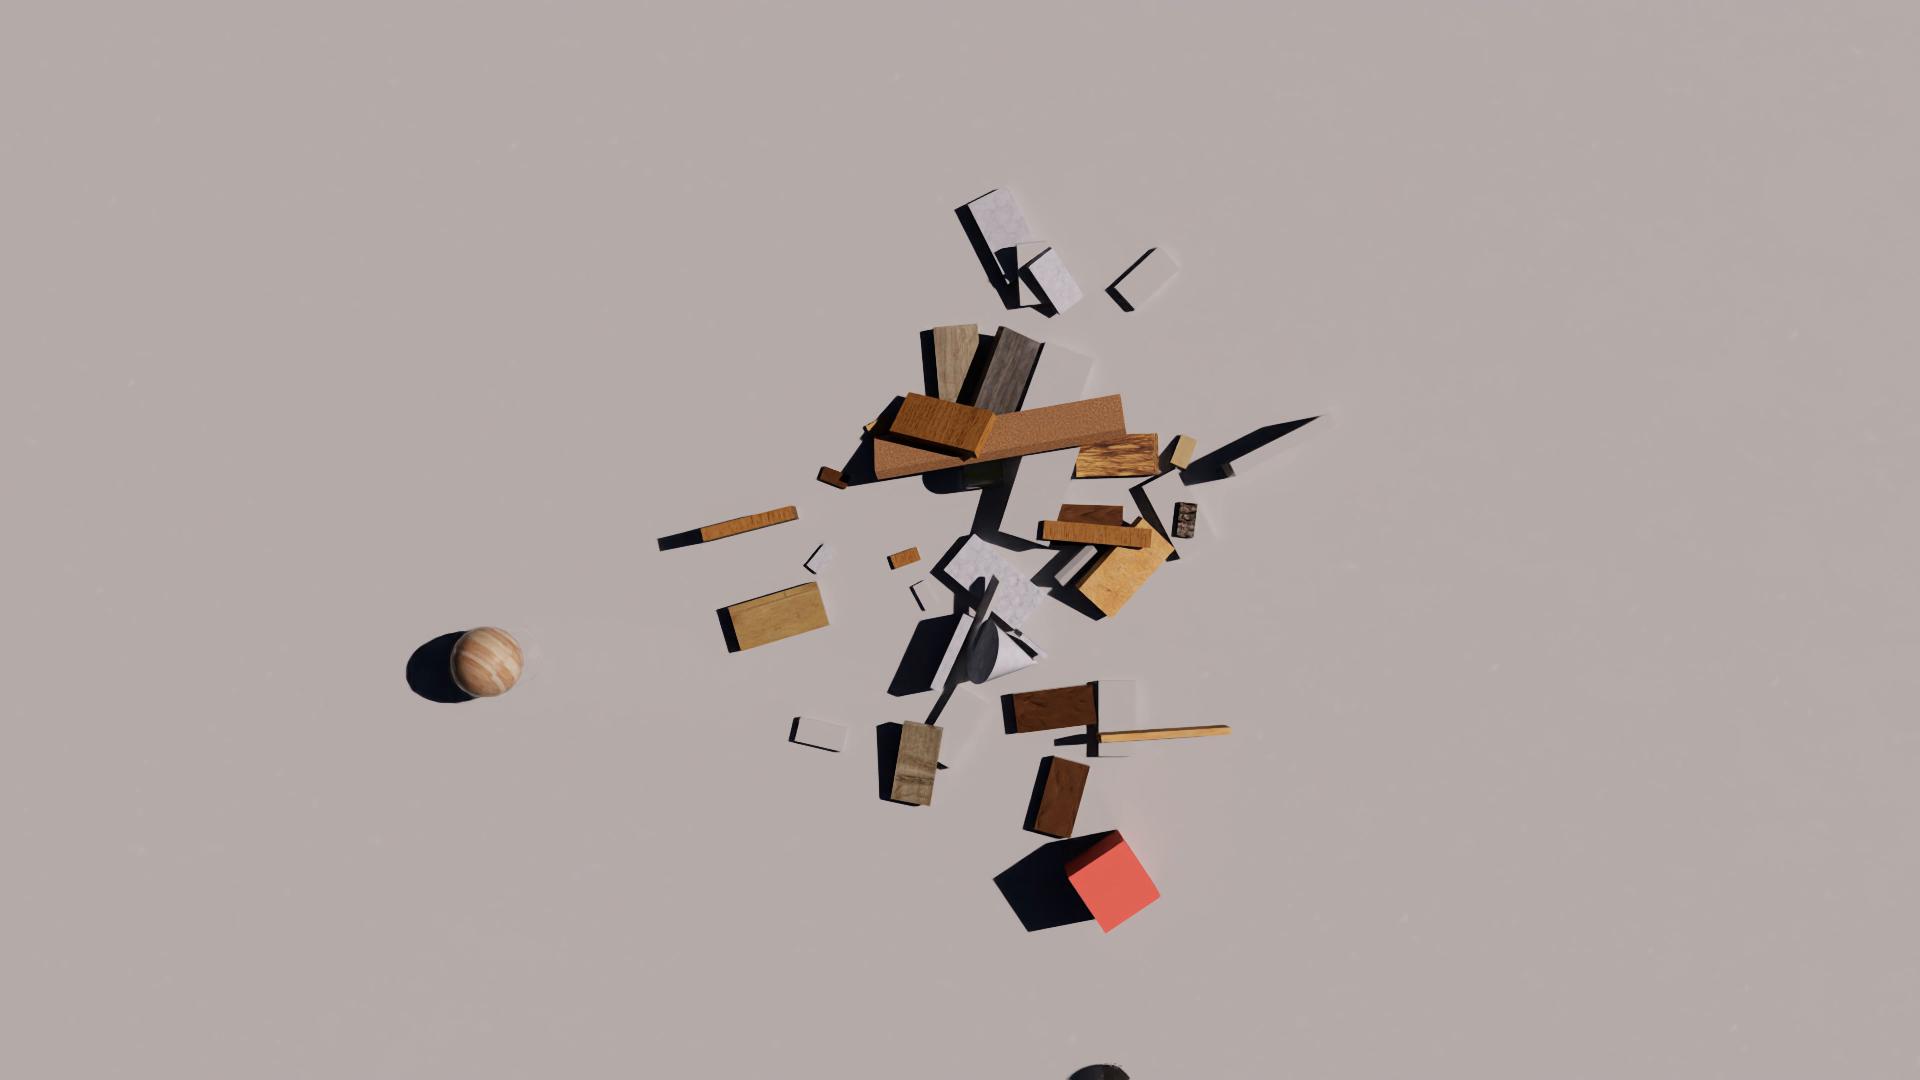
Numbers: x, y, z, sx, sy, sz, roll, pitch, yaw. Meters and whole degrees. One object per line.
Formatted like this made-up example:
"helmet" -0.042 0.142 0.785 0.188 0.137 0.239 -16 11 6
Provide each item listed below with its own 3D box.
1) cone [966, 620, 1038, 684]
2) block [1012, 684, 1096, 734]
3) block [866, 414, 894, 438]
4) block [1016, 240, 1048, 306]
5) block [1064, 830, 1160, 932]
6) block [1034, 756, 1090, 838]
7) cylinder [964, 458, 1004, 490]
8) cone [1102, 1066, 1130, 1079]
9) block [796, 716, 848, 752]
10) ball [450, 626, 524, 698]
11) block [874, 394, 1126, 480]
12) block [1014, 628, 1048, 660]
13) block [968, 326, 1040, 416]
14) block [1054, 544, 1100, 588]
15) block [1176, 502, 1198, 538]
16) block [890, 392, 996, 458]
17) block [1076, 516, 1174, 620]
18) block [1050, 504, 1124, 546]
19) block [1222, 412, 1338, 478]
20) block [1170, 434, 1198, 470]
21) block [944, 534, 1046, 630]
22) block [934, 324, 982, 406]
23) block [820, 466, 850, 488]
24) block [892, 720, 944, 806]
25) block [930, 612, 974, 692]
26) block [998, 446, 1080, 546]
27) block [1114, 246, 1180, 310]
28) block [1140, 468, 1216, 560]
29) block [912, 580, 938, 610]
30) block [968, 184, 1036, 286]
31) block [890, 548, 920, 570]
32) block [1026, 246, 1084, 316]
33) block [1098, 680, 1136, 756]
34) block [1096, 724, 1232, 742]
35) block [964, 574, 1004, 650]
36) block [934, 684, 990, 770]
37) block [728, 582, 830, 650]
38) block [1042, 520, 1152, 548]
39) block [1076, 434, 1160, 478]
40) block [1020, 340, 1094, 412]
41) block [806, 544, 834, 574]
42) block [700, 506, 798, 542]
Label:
"cone" 0.167 0.389 5.452 0.216 0.216 0.216 13 90 -27
"block" 0.314 0.559 5.481 0.264 0.037 0.132 -7 90 0
"block" -0.262 -0.379 5.493 0.092 0.013 0.046 -27 90 0
"block" 0.240 -0.881 5.446 0.101 0.029 0.203 -7 110 -7
"block" 0.496 1.113 5.393 0.215 0.215 0.215 -34 90 0
"block" 0.338 0.854 5.482 0.125 0.035 0.249 15 90 0
"cylinder" 0.074 -0.237 5.438 0.125 0.125 0.125 -7 90 0
"cone" 0.487 1.841 5.469 0.137 0.137 0.137 40 117 0
"block" -0.461 0.646 5.489 0.162 0.023 0.081 13 90 0
"ball" -1.545 0.399 5.384 0.234 0.234 0.234 0 90 0
"block" 0.126 -0.337 5.384 0.823 0.043 0.152 -9 51 7
"block" 0.235 0.344 5.448 0.124 0.062 0.018 41 90 -22
"block" 0.145 -0.541 5.445 0.147 0.042 0.294 21 89 -28
"block" 0.387 0.085 5.458 0.162 0.081 0.023 -44 65 0
"block" 0.750 -0.067 5.453 0.057 0.016 0.113 7 90 0
"block" -0.056 -0.376 5.390 0.314 0.044 0.157 15 66 24
"block" 0.545 0.091 5.455 0.157 0.044 0.314 42 90 -18
"block" 0.401 -0.049 5.481 0.274 0.039 0.137 2 90 0
"block" 1.046 -0.310 5.414 0.367 0.172 0.049 -27 90 0
"block" 0.741 -0.291 5.473 0.057 0.016 0.113 24 69 0
"block" 0.116 0.140 5.478 0.314 0.044 0.157 40 90 0
"block" -0.003 -0.564 5.479 0.147 0.042 0.294 -5 90 0
"block" -0.416 -0.208 5.493 0.092 0.013 0.046 21 90 0
"block" -0.141 0.738 5.453 0.132 0.037 0.264 10 100 4
"block" -0.026 0.368 5.434 0.037 0.132 0.264 24 90 0
"block" 0.261 -0.168 5.431 0.172 0.049 0.344 18 92 0
"block" 0.621 -0.870 5.486 0.203 0.029 0.101 -43 90 0
"block" 0.728 -0.088 5.481 0.137 0.039 0.274 -28 90 0
"block" -0.116 0.184 5.493 0.046 0.013 0.092 -28 90 0
"block" 0.157 -1.012 5.479 0.147 0.042 0.294 -27 90 0
"block" -0.181 0.060 5.493 0.092 0.013 0.046 -20 90 0
"block" 0.313 -0.854 5.440 0.101 0.029 0.203 -39 116 -4
"block" 0.522 0.593 5.482 0.125 0.035 0.249 0 90 0
"block" 0.671 0.638 5.434 0.434 0.081 0.023 -3 90 -7
"block" 0.078 0.237 5.433 0.016 0.057 0.256 13 111 -28
"block" -0.019 0.620 5.482 0.125 0.035 0.249 31 90 0
"block" -0.600 0.253 5.479 0.303 0.043 0.152 -17 90 0
"block" 0.449 -0.020 5.401 0.353 0.018 0.062 5 90 0
"block" 0.520 -0.281 5.481 0.274 0.039 0.137 -2 90 0
"block" 0.306 -0.468 5.476 0.172 0.049 0.344 20 90 0
"block" -0.464 0.063 5.493 0.046 0.013 0.092 39 90 0
"block" -0.690 -0.054 5.424 0.303 0.152 0.043 -14 90 0
